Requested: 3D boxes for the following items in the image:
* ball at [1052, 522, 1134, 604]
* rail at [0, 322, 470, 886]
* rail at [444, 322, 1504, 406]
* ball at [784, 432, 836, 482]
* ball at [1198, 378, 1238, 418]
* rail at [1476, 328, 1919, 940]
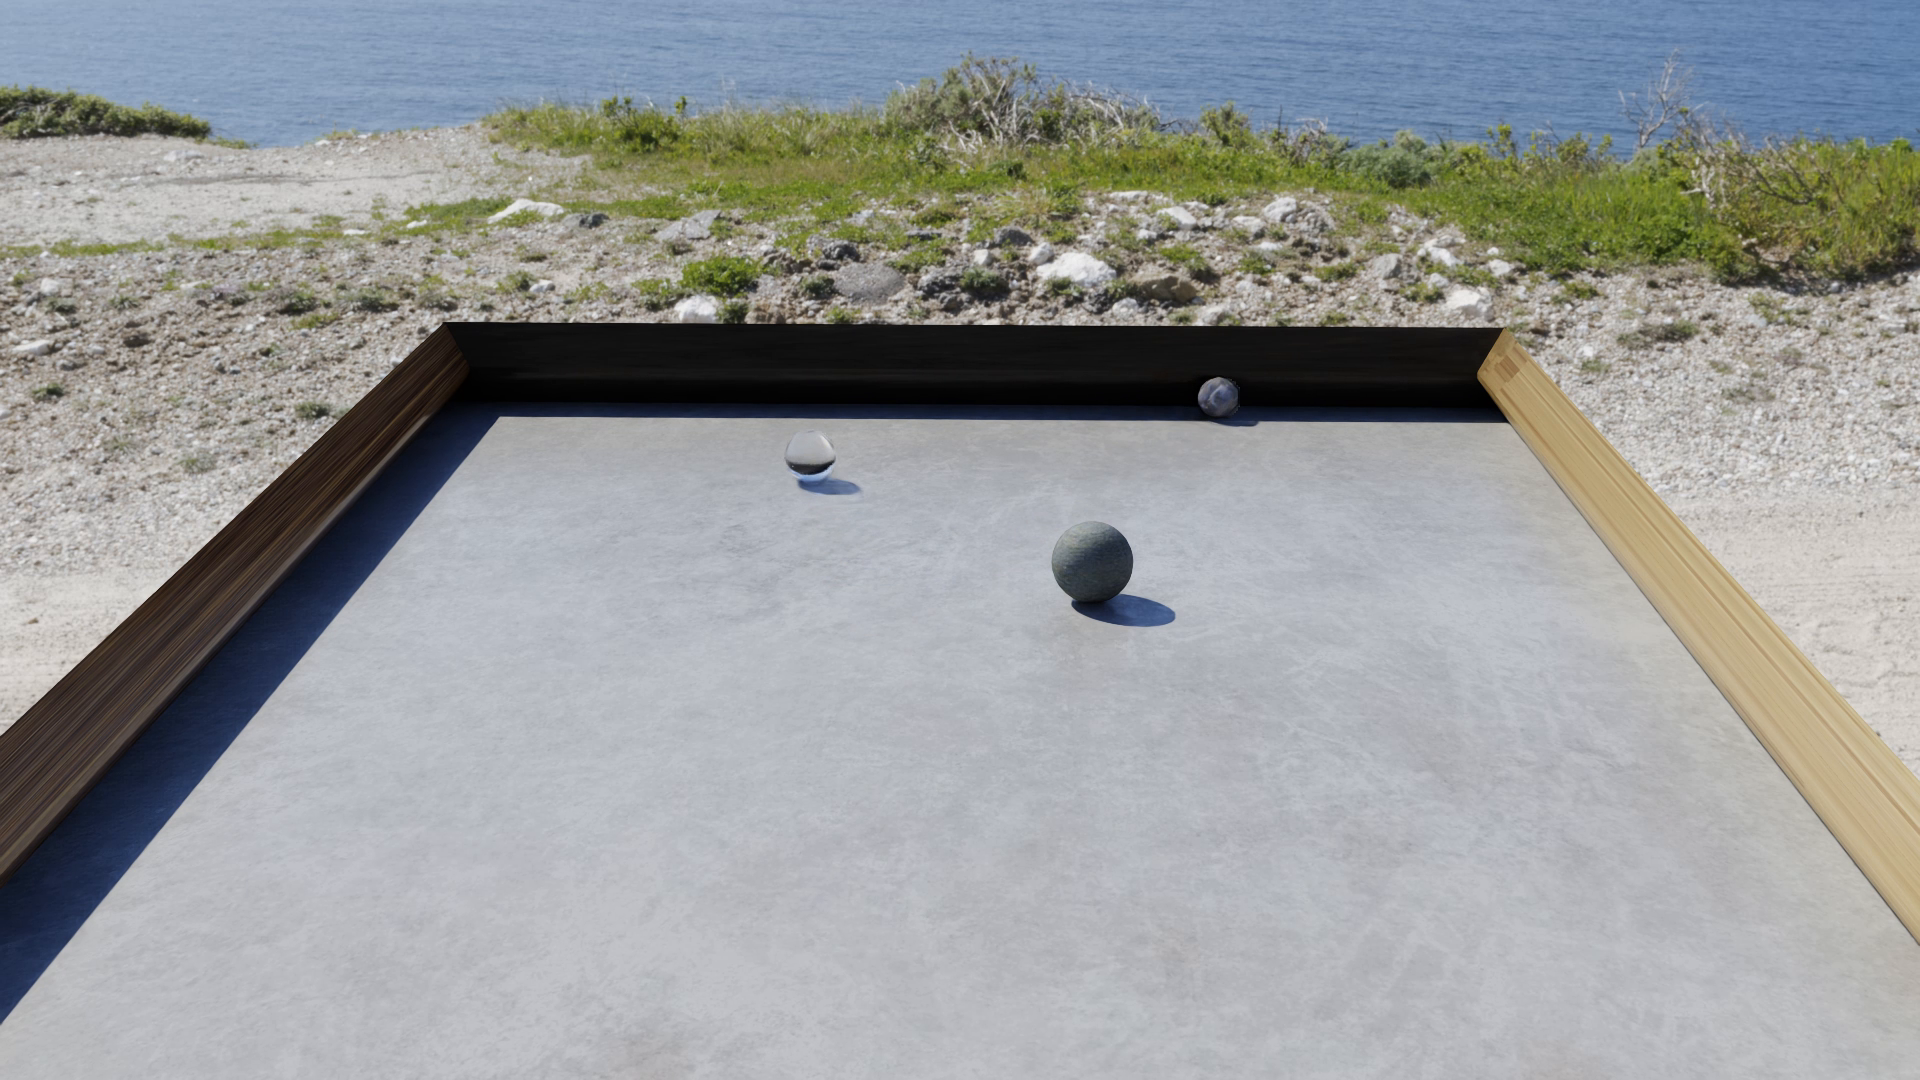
[{"bbox_3d":[0.145,0.024,2.415,0.090,0.090,0.090,0,19,0],"label":"ball"},{"bbox_3d":[-0.759,0.210,1.823,0.045,0.117,2.920,0,19,1],"label":"rail"},{"bbox_3d":[0.016,-0.247,3.167,1.532,0.117,0.045,0,19,1],"label":"rail"},{"bbox_3d":[-0.193,-0.107,2.838,0.066,0.066,0.066,0,19,0],"label":"ball"},{"bbox_3d":[0.368,-0.203,3.132,0.058,0.058,0.058,0,19,0],"label":"ball"},{"bbox_3d":[0.726,0.221,1.791,0.045,0.117,2.920,0,19,1],"label":"rail"}]
